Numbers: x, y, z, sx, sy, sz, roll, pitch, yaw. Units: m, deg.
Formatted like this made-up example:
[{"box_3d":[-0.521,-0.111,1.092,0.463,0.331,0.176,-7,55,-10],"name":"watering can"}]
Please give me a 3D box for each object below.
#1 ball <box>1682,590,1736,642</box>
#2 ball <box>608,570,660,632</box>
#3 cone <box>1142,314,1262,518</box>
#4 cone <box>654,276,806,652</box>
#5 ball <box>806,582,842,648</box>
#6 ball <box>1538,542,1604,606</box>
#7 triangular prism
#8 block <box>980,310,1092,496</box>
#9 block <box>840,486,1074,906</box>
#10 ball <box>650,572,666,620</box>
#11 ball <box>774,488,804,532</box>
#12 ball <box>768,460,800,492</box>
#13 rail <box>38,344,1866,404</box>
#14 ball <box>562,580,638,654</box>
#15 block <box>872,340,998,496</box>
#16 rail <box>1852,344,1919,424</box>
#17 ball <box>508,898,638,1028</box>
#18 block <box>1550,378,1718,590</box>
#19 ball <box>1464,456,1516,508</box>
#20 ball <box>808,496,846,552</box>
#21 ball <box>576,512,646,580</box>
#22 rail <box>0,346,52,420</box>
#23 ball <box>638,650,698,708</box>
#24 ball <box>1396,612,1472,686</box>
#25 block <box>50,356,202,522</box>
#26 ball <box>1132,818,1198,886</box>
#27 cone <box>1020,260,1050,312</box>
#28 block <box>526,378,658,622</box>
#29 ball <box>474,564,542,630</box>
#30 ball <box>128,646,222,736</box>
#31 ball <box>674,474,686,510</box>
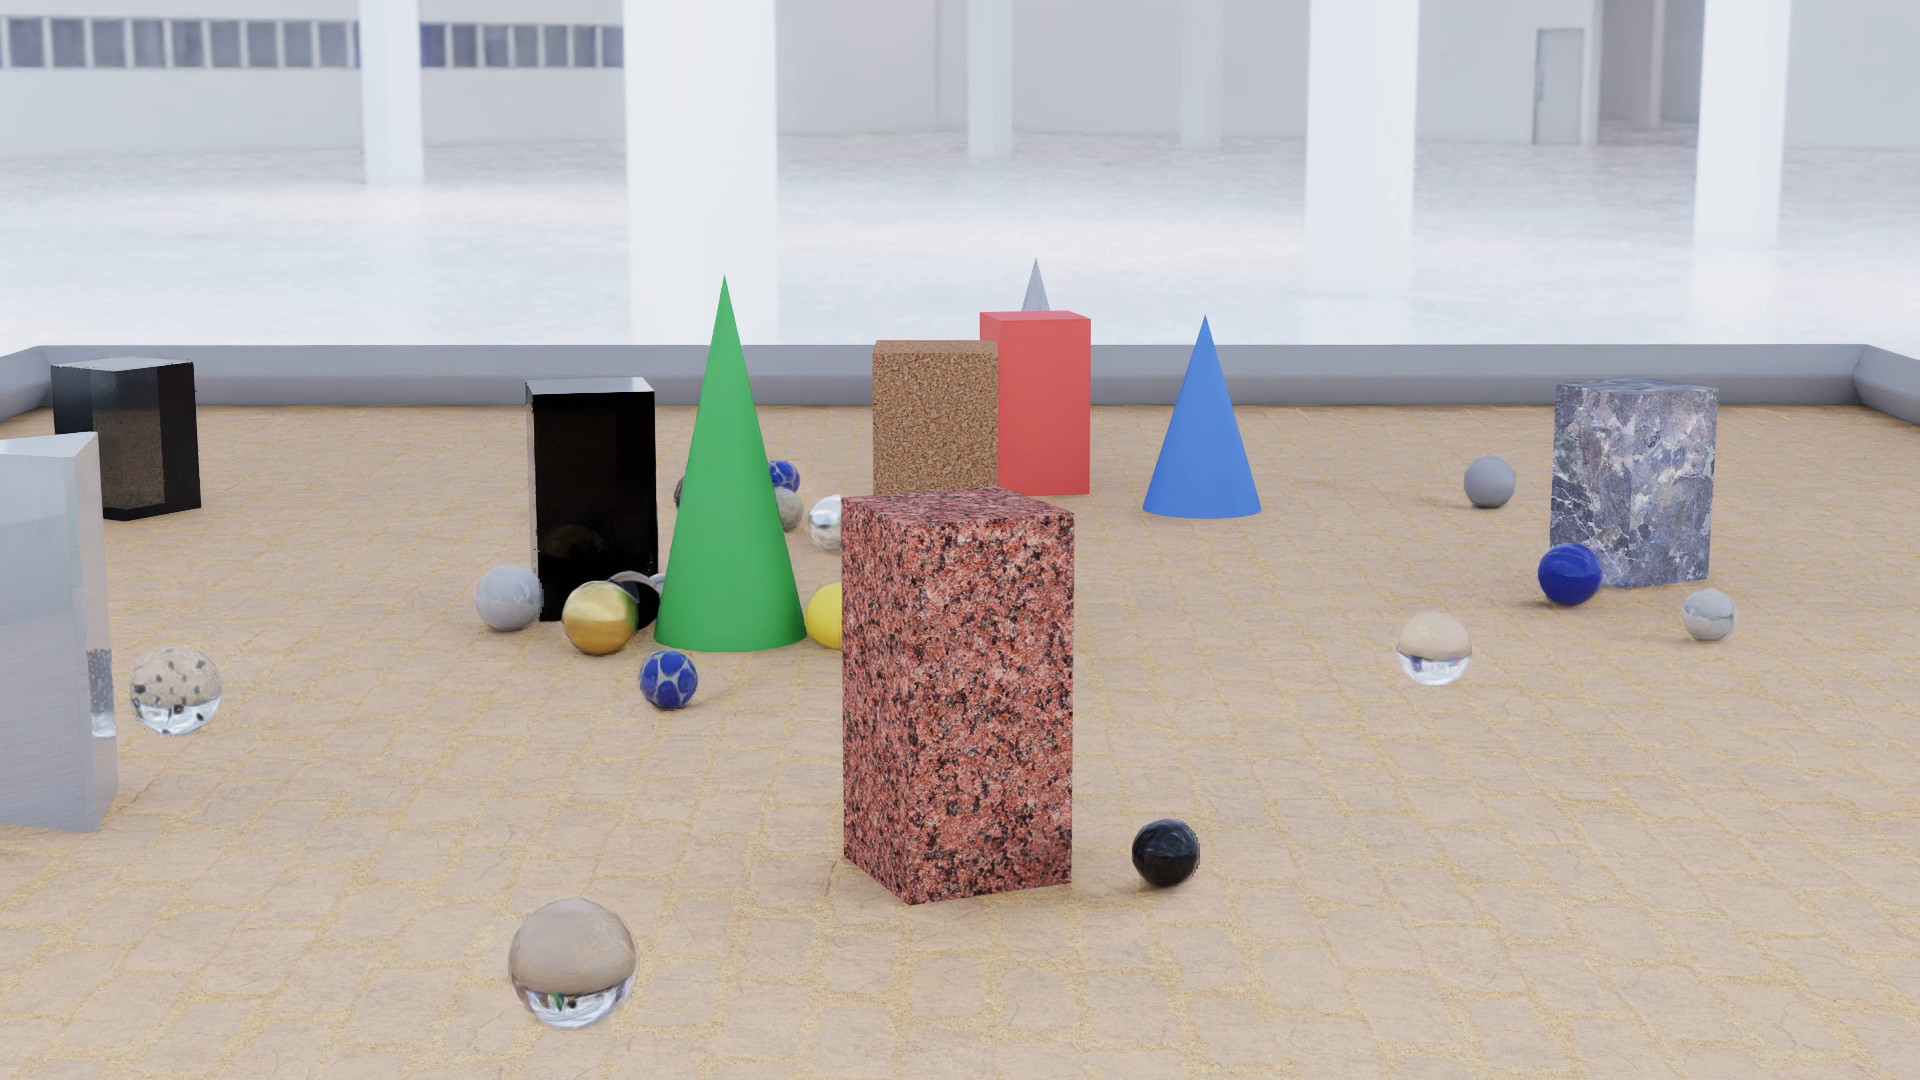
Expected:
[{"box_3d":[0.959,0.096,3.286,0.067,0.067,0.067,0,10,0],"name":"ball"},{"box_3d":[-0.430,0.080,3.339,0.079,0.079,0.079,0,10,0],"name":"ball"},{"box_3d":[0.403,-0.212,4.241,0.198,0.325,0.198,0,10,0],"name":"cone"},{"box_3d":[-0.297,-0.107,3.280,0.198,0.468,0.198,0,10,0],"name":"cone"},{"box_3d":[-0.152,0.096,3.241,0.084,0.084,0.084,0,10,0],"name":"ball"},{"box_3d":[0.832,0.047,3.498,0.087,0.087,0.087,0,10,0],"name":"ball"},{"box_3d":[-0.890,0.084,2.530,0.172,0.365,0.149,4,11,19],"name":"triangular prism"},{"box_3d":[0.129,-0.239,4.447,0.159,0.302,0.159,-2,11,-12],"name":"block"},{"box_3d":[-0.004,0.135,2.325,0.159,0.339,0.159,-5,11,-23],"name":"block"},{"box_3d":[-0.391,0.076,3.399,0.065,0.065,0.065,0,10,0],"name":"ball"},{"box_3d":[-0.283,-0.047,4.047,0.071,0.071,0.071,0,10,0],"name":"ball"},{"box_3d":[-0.306,-0.100,4.334,0.071,0.071,0.071,0,10,0],"name":"ball"},{"box_3d":[-0.012,-0.355,5.546,3.963,0.129,0.045,0,10,0],"name":"rail"},{"box_3d":[-0.451,0.097,3.208,0.093,0.093,0.093,0,10,0],"name":"ball"},{"box_3d":[-0.031,-0.069,3.347,0.159,0.369,0.159,0,10,0],"name":"block"},{"box_3d":[1.958,0.031,3.460,0.045,0.129,4.314,0,10,0],"name":"rail"},{"box_3d":[-0.297,0.324,1.965,0.099,0.099,0.099,0,10,0],"name":"ball"},{"box_3d":[0.967,-0.085,3.691,0.159,0.274,0.159,-6,12,-29],"name":"block"},{"box_3d":[0.881,-0.096,4.267,0.087,0.087,0.087,0,10,0],"name":"ball"},{"box_3d":[-0.187,-0.025,3.887,0.086,0.086,0.086,0,10,0],"name":"ball"},{"box_3d":[-0.498,0.009,3.669,0.099,0.099,0.099,0,10,0],"name":"ball"},{"box_3d":[-1.958,0.035,3.438,0.045,0.129,4.314,0,10,0],"name":"rail"},{"box_3d":[-0.334,0.160,2.939,0.068,0.068,0.068,0,10,0],"name":"ball"},{"box_3d":[0.563,0.129,3.046,0.089,0.089,0.089,0,10,0],"name":"ball"},{"box_3d":[-1.375,-0.170,4.233,0.159,0.244,0.159,7,12,32],"name":"block"},{"box_3d":[0.184,0.281,2.305,0.060,0.060,0.060,0,10,0],"name":"ball"},{"box_3d":[0.146,-0.363,4.945,0.198,0.366,0.198,0,10,0],"name":"cone"},{"box_3d":[-0.498,-0.058,3.466,0.159,0.304,0.159,-2,11,-13],"name":"block"},{"box_3d":[-0.589,0.075,3.343,0.087,0.087,0.087,0,10,0],"name":"ball"},{"box_3d":[-0.862,0.165,2.822,0.099,0.099,0.099,0,10,0],"name":"ball"},{"box_3d":[-0.414,-0.069,4.115,0.089,0.089,0.089,0,10,0],"name":"ball"}]
